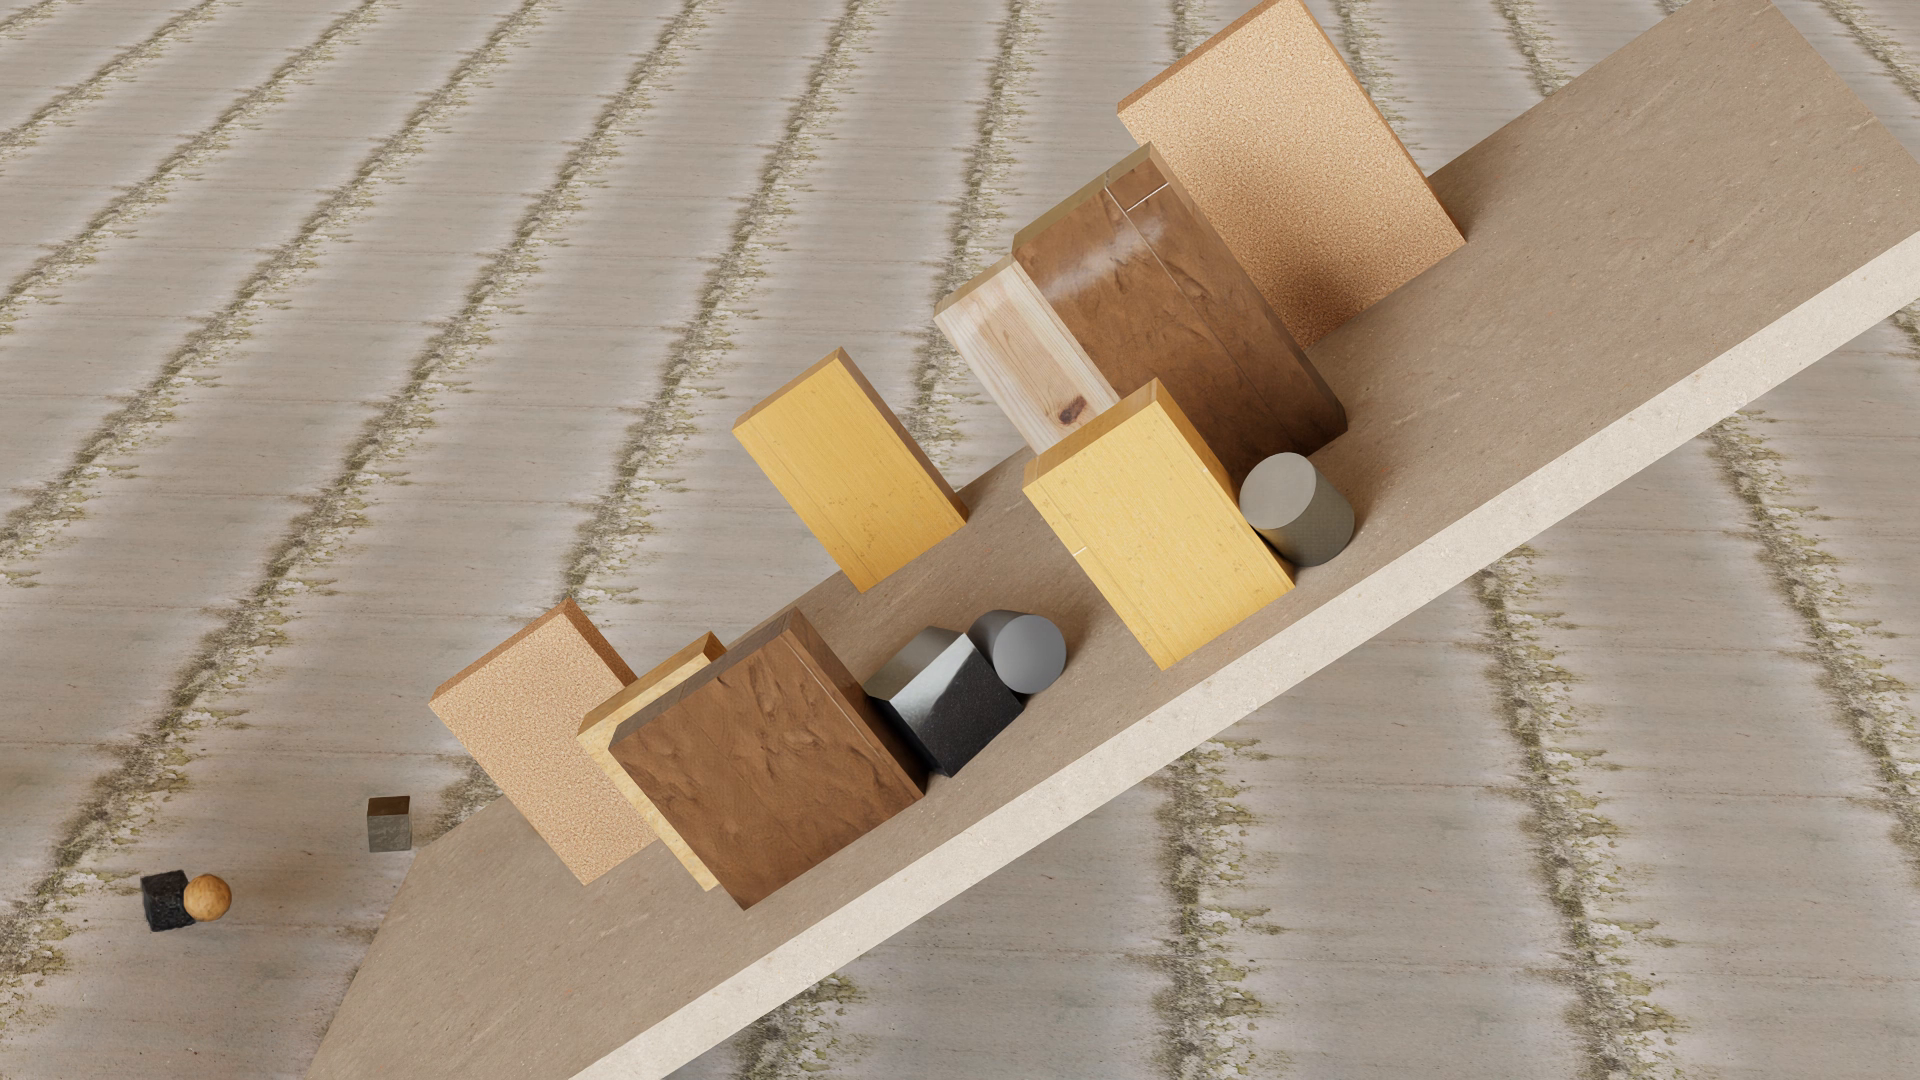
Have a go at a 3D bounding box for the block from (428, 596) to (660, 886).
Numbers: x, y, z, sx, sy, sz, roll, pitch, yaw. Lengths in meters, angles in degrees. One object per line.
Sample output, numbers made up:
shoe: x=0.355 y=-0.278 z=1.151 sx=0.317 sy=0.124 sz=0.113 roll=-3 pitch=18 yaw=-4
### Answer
block: x=-0.846 y=0.449 z=6.505 sx=0.386 sy=0.547 sz=0.087 roll=-34 pitch=16 yaw=16

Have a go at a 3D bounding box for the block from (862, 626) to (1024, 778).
block: x=-0.040 y=0.314 z=5.746 sx=0.199 sy=0.199 sz=0.199 roll=-42 pitch=16 yaw=-14

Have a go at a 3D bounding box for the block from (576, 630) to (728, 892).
block: x=-0.511 y=0.451 z=5.979 sx=0.329 sy=0.426 sz=0.109 roll=-34 pitch=16 yaw=16

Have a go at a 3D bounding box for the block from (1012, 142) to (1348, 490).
block: x=0.439 y=-0.413 z=5.841 sx=0.330 sy=0.682 sz=0.130 roll=-34 pitch=16 yaw=16

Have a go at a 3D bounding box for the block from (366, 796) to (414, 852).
block: x=-1.546 y=0.770 z=7.978 sx=0.110 sy=0.110 sz=0.110 roll=-3 pitch=22 yaw=-6

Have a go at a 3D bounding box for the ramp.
ramp: x=0.132 y=0.177 z=6.316 sx=4.000 sy=0.100 sz=2.000 roll=-34 pitch=16 yaw=16

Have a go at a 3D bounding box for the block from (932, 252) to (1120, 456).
block: x=0.199 y=-0.401 z=6.691 sx=0.272 sy=0.498 sz=0.111 roll=-34 pitch=16 yaw=16

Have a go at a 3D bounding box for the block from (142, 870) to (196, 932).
block: x=-2.043 y=0.931 z=7.587 sx=0.107 sy=0.107 sz=0.107 roll=-10 pitch=24 yaw=-23

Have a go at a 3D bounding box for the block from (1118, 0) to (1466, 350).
block: x=0.715 y=-0.792 z=6.340 sx=0.447 sy=0.665 sz=0.106 roll=-34 pitch=16 yaw=16

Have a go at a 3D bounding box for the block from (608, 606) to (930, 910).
block: x=-0.370 y=0.429 z=5.721 sx=0.446 sy=0.430 sz=0.110 roll=-34 pitch=16 yaw=16

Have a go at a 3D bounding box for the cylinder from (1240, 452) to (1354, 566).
cylinder: x=0.609 y=-0.054 z=5.317 sx=0.155 sy=0.155 sz=0.155 roll=22 pitch=-12 yaw=43

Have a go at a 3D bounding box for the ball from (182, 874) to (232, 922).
ball: x=-1.923 y=0.915 z=7.513 sx=0.121 sy=0.121 sz=0.121 roll=0 pitch=22 yaw=0

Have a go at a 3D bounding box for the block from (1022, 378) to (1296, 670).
block: x=0.364 y=-0.027 z=5.366 sx=0.295 sy=0.438 sz=0.129 roll=-34 pitch=16 yaw=16

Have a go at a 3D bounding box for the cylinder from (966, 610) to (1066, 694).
cylinder: x=0.108 y=0.218 z=5.775 sx=0.154 sy=0.154 sz=0.154 roll=-9 pitch=6 yaw=-20

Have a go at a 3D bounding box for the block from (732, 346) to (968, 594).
block: x=-0.259 y=-0.164 z=7.018 sx=0.316 sy=0.510 sz=0.090 roll=-34 pitch=16 yaw=16
